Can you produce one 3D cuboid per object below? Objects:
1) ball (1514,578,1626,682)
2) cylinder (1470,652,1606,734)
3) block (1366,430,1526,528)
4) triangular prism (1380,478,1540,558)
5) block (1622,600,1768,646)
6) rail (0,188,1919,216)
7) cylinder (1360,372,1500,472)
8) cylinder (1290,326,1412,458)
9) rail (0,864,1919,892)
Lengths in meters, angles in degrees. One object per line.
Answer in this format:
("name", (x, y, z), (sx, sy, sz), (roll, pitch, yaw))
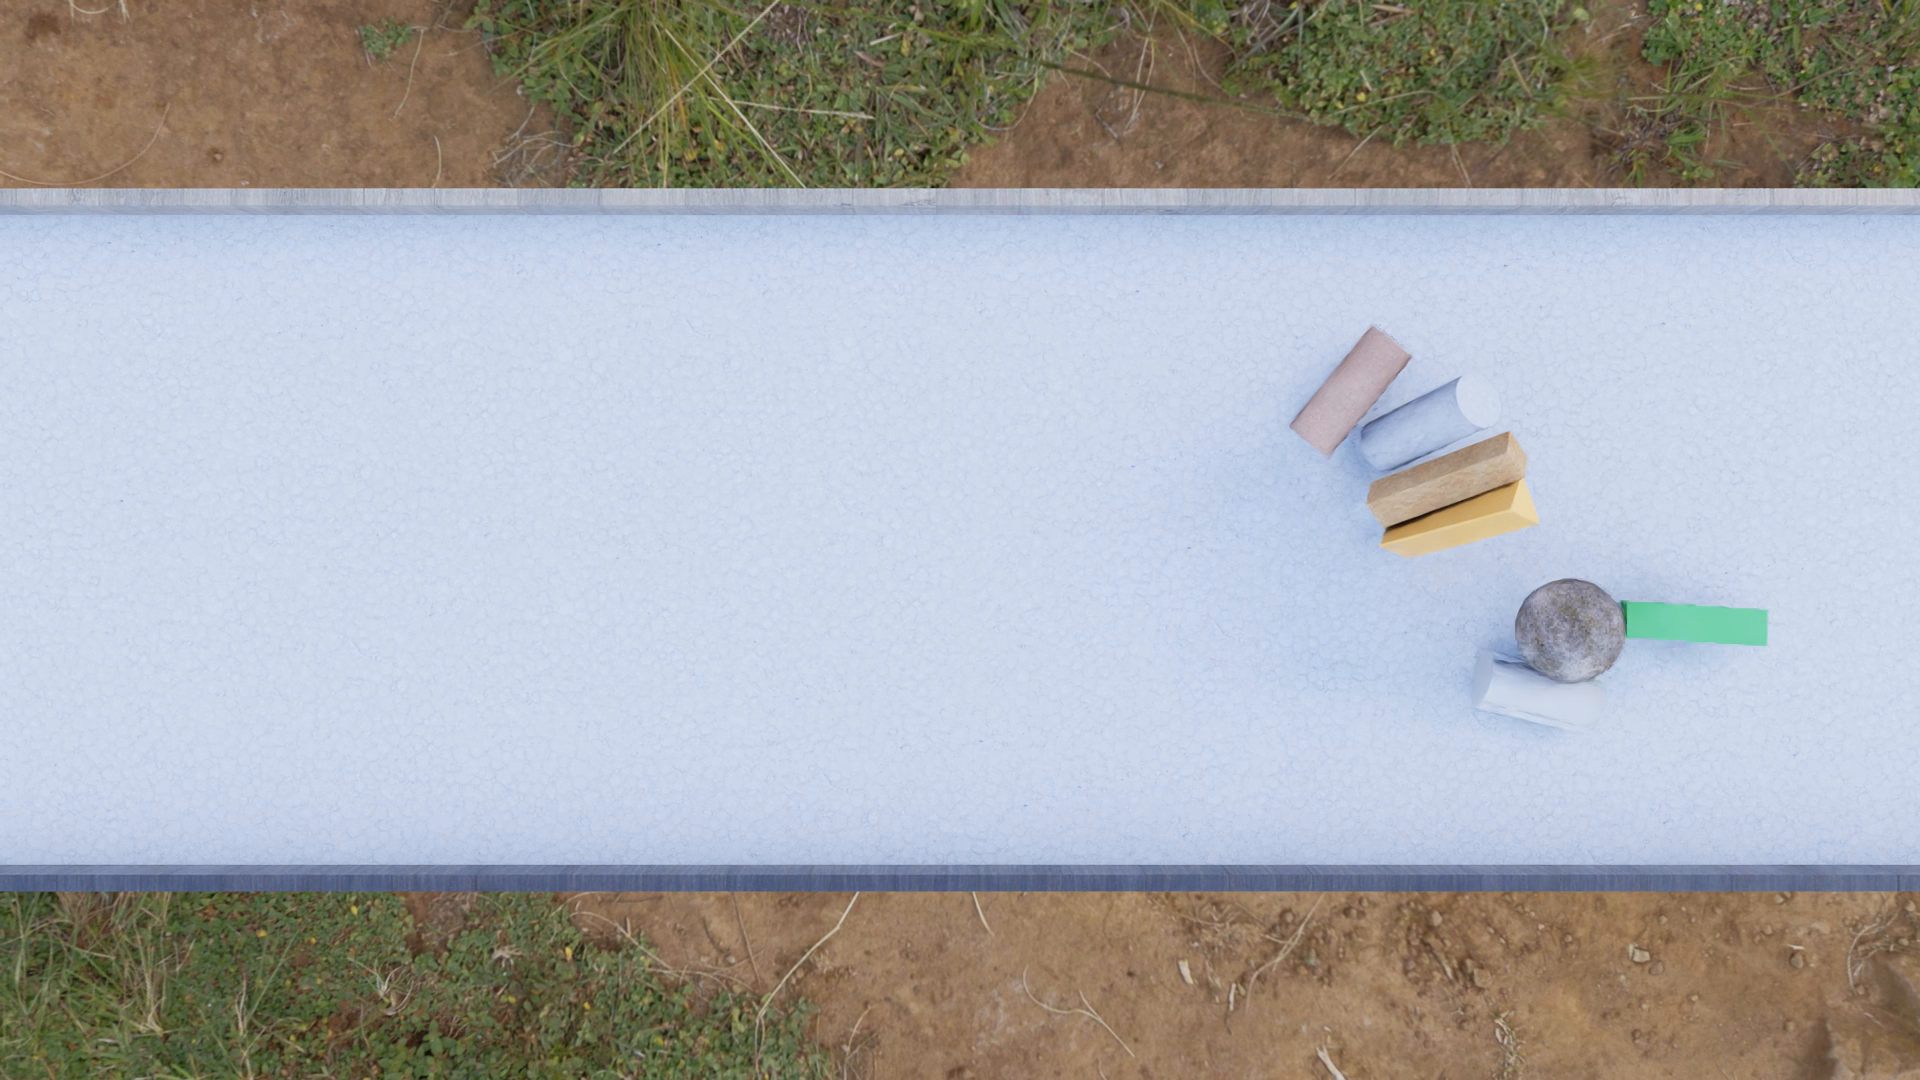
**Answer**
("ball", (1.793, 0.266, 4.851), (0.306, 0.306, 0.306), (0, 90, 0))
("cylinder", (1.744, 0.461, 4.988), (0.344, 0.177, 0.177), (13, 90, 0))
("block", (1.436, -0.176, 4.882), (0.457, 0.103, 0.103), (-23, 119, 38))
("triangular prism", (1.472, -0.074, 4.890), (0.147, 0.446, 0.127), (19, 65, -37))
("block", (2.212, 0.251, 4.980), (0.391, 0.108, 0.108), (3, 90, 13))
("rail", (-2.247, -1.025, 5.002), (12.000, 0.150, 0.050), (0, 90, 0))
("cylinder", (1.379, -0.342, 4.855), (0.164, 0.417, 0.164), (8, 71, -25))
("cylinder", (1.173, -0.445, 4.960), (0.154, 0.154, 0.382), (38, 103, 0))
("rail", (-2.247, 1.025, 5.001), (12.000, 0.150, 0.050), (0, 90, 0))
